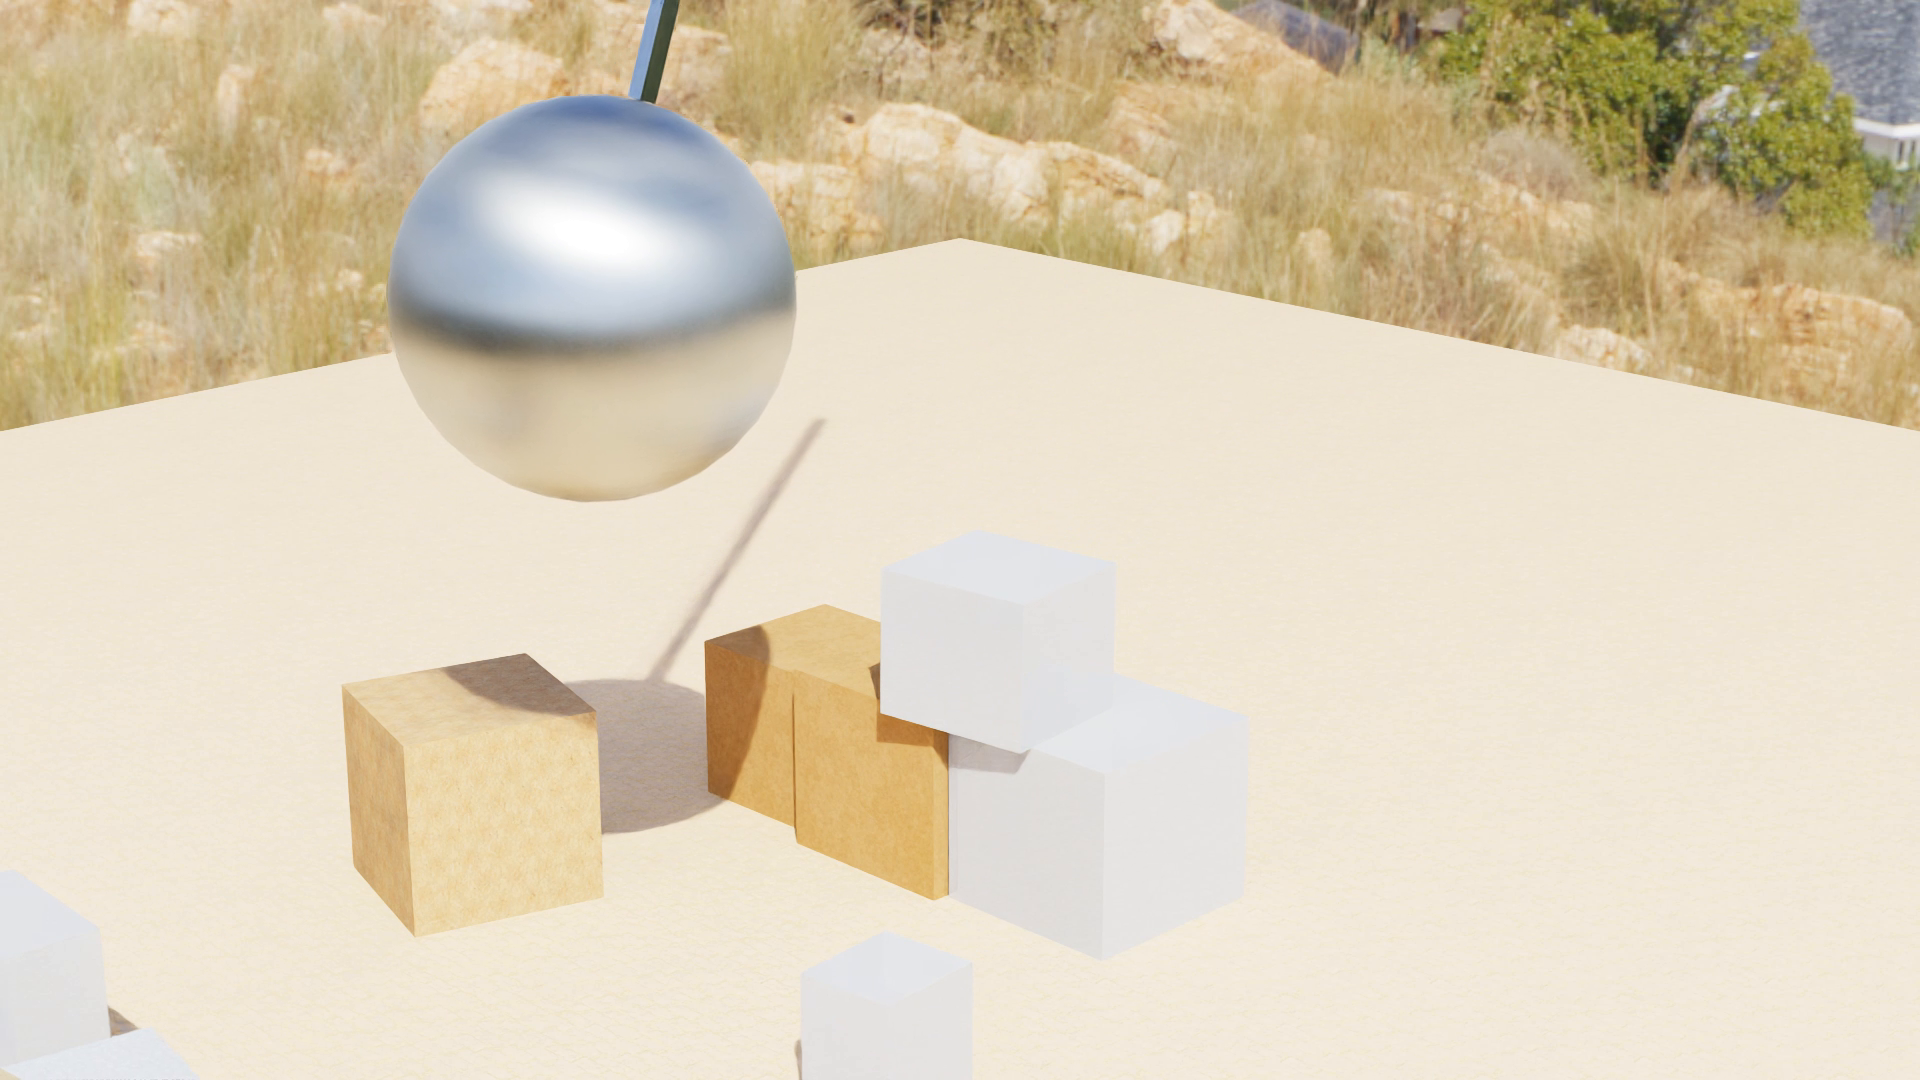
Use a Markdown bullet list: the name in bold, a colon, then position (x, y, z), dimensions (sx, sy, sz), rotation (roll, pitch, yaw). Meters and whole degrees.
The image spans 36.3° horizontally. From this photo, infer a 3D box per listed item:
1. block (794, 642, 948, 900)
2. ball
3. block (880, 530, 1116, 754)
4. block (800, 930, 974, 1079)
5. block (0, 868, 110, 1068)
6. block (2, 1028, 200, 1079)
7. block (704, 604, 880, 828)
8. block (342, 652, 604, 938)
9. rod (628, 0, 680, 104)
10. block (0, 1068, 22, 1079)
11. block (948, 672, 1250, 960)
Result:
- **block**: position (-0.105, 1.007, 13.682), dimensions (0.956, 0.874, 0.920), rotation (-17, 24, -42)
- **ball**: position (-1.441, -0.947, 11.534), dimensions (1.600, 1.600, 1.600), rotation (0, 17, 0)
- **block**: position (0.168, 0.434, 12.930), dimensions (0.763, 0.676, 0.705), rotation (14, 22, 34)
- **block**: position (-0.281, 1.906, 11.367), dimensions (0.446, 0.548, 0.501), rotation (14, 22, 38)
- **block**: position (-3.772, 1.828, 11.234), dimensions (0.728, 0.775, 0.748), rotation (-15, 23, -40)
- **block**: position (-2.988, 2.194, 10.301), dimensions (0.589, 0.637, 0.634), rotation (-12, 21, -33)
- **block**: position (-0.684, 0.860, 14.296), dimensions (0.772, 0.786, 0.793), rotation (17, 24, 42)
- **block**: position (-2.203, 1.132, 13.246), dimensions (0.885, 0.897, 0.874), rotation (-9, 20, -27)
- **rod**: position (-0.624, -4.242, 11.354), dimensions (0.080, 5.200, 0.080), rotation (17, 4, 42)
- **block**: position (-3.192, 2.199, 9.134), dimensions (0.809, 0.843, 0.745), rotation (33, 30, -17)
- **block**: position (0.615, 1.197, 13.094), dimensions (0.950, 0.865, 0.934), rotation (-17, 24, -42)
